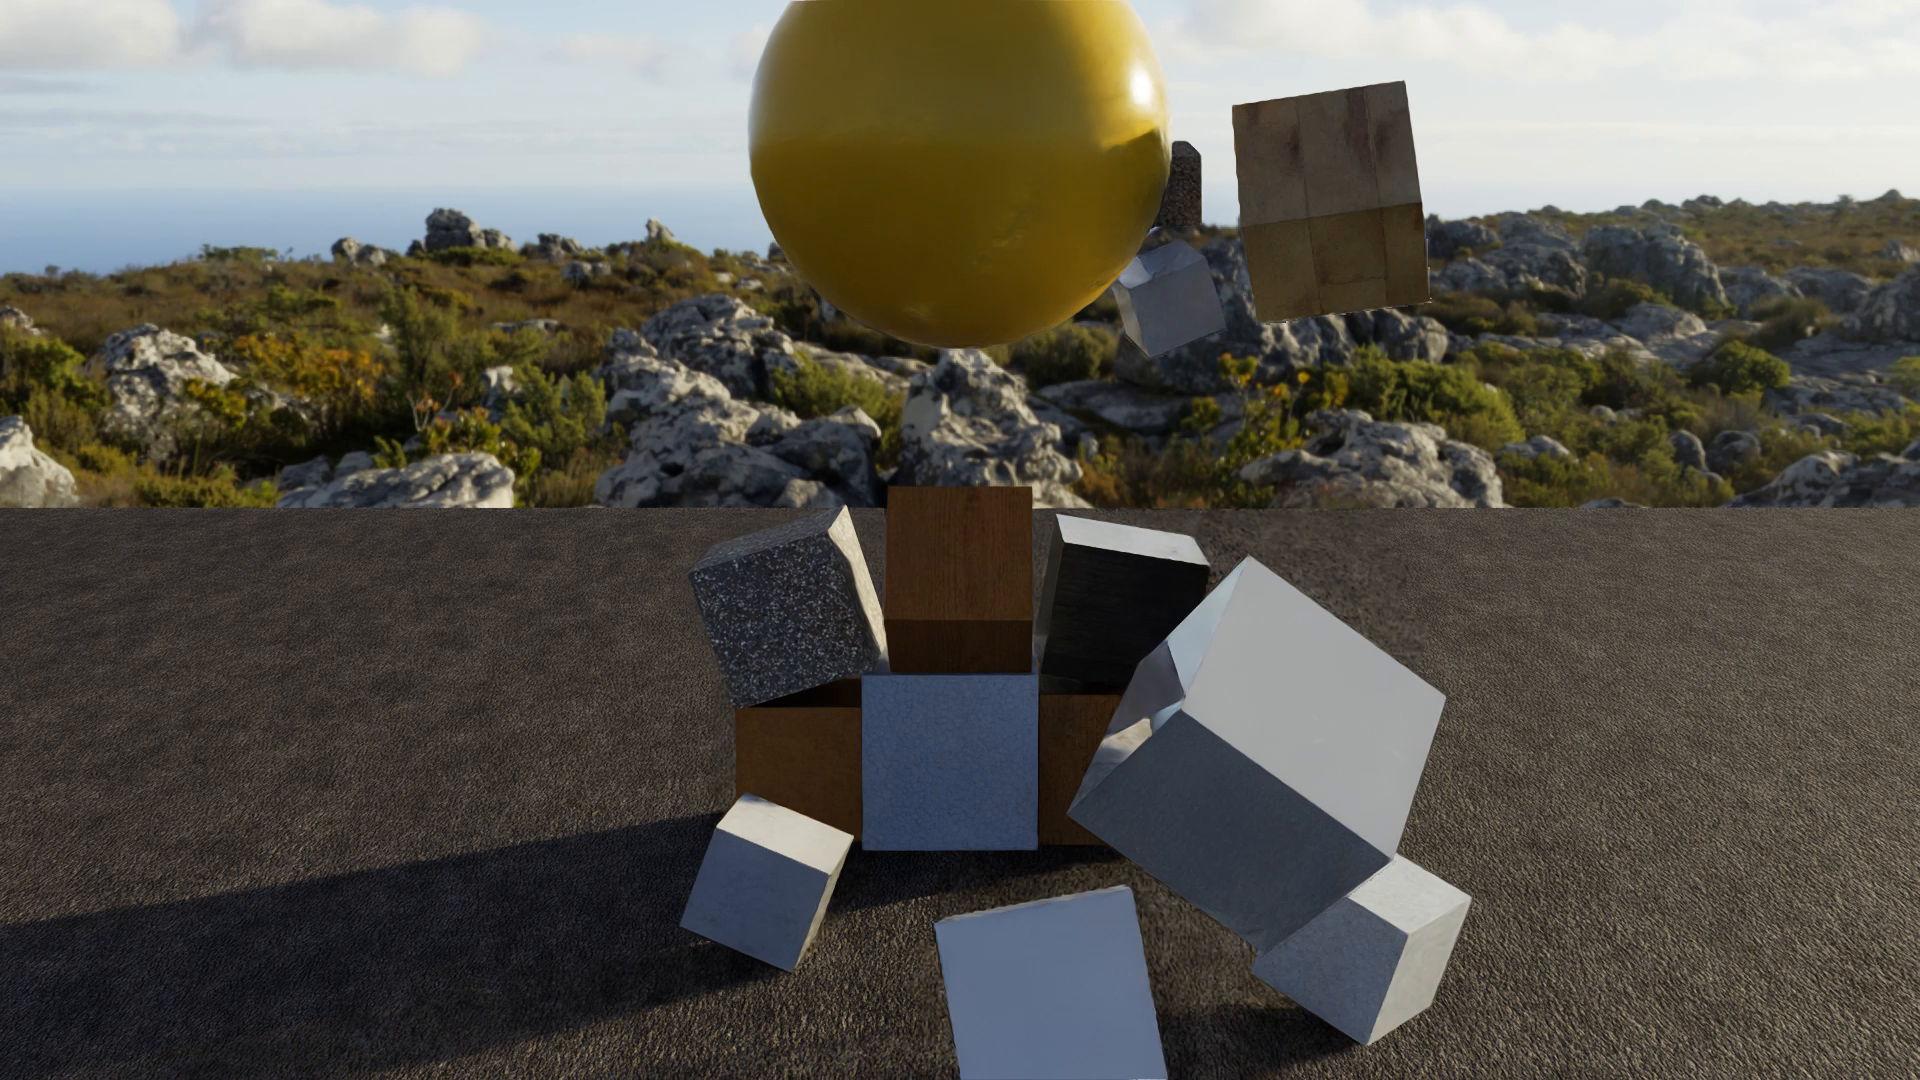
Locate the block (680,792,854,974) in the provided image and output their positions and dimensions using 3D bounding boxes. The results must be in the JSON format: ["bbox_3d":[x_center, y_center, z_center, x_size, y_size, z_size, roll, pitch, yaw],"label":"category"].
[{"bbox_3d":[-0.837,1.487,9.609,0.527,0.481,0.527,22,13,4],"label":"block"}]

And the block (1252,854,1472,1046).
[{"bbox_3d":[1.620,1.597,8.880,0.559,0.532,0.536,29,26,32],"label":"block"}]

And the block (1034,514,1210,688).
[{"bbox_3d":[0.812,0.321,11.239,0.729,0.670,0.825,9,10,-2],"label":"block"}]

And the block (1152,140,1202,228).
[{"bbox_3d":[1.028,-1.813,11.209,0.338,0.354,0.347,-4,23,-6],"label":"block"}]

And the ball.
[{"bbox_3d":[0.000,-1.518,8.269,1.600,1.600,1.600,0,10,0],"label":"ball"}]

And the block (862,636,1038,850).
[{"bbox_3d":[-0.049,1.030,11.387,0.874,0.900,0.921,0,10,0],"label":"block"}]

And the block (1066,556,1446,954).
[{"bbox_3d":[0.915,0.663,6.769,0.760,0.670,0.708,35,46,-4],"label":"block"}]

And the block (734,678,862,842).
[{"bbox_3d":[-0.814,1.130,11.381,0.633,0.704,0.596,0,10,0],"label":"block"}]

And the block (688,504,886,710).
[{"bbox_3d":[-0.859,0.332,11.214,0.740,0.730,0.736,-17,9,7],"label":"block"}]

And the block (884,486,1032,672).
[{"bbox_3d":[0.003,0.199,10.750,0.698,0.697,0.684,0,-24,1],"label":"block"}]

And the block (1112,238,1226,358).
[{"bbox_3d":[1.032,-1.216,11.030,0.416,0.378,0.411,-22,24,-3],"label":"block"}]

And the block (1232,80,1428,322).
[{"bbox_3d":[1.363,-1.240,8.098,0.631,0.584,0.556,-7,-33,11],"label":"block"}]

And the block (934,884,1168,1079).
[{"bbox_3d":[0.315,1.588,7.374,0.645,0.741,0.781,-10,-8,1],"label":"block"}]

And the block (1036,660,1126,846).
[{"bbox_3d":[0.763,1.089,11.384,0.732,0.783,0.739,0,10,0],"label":"block"}]
